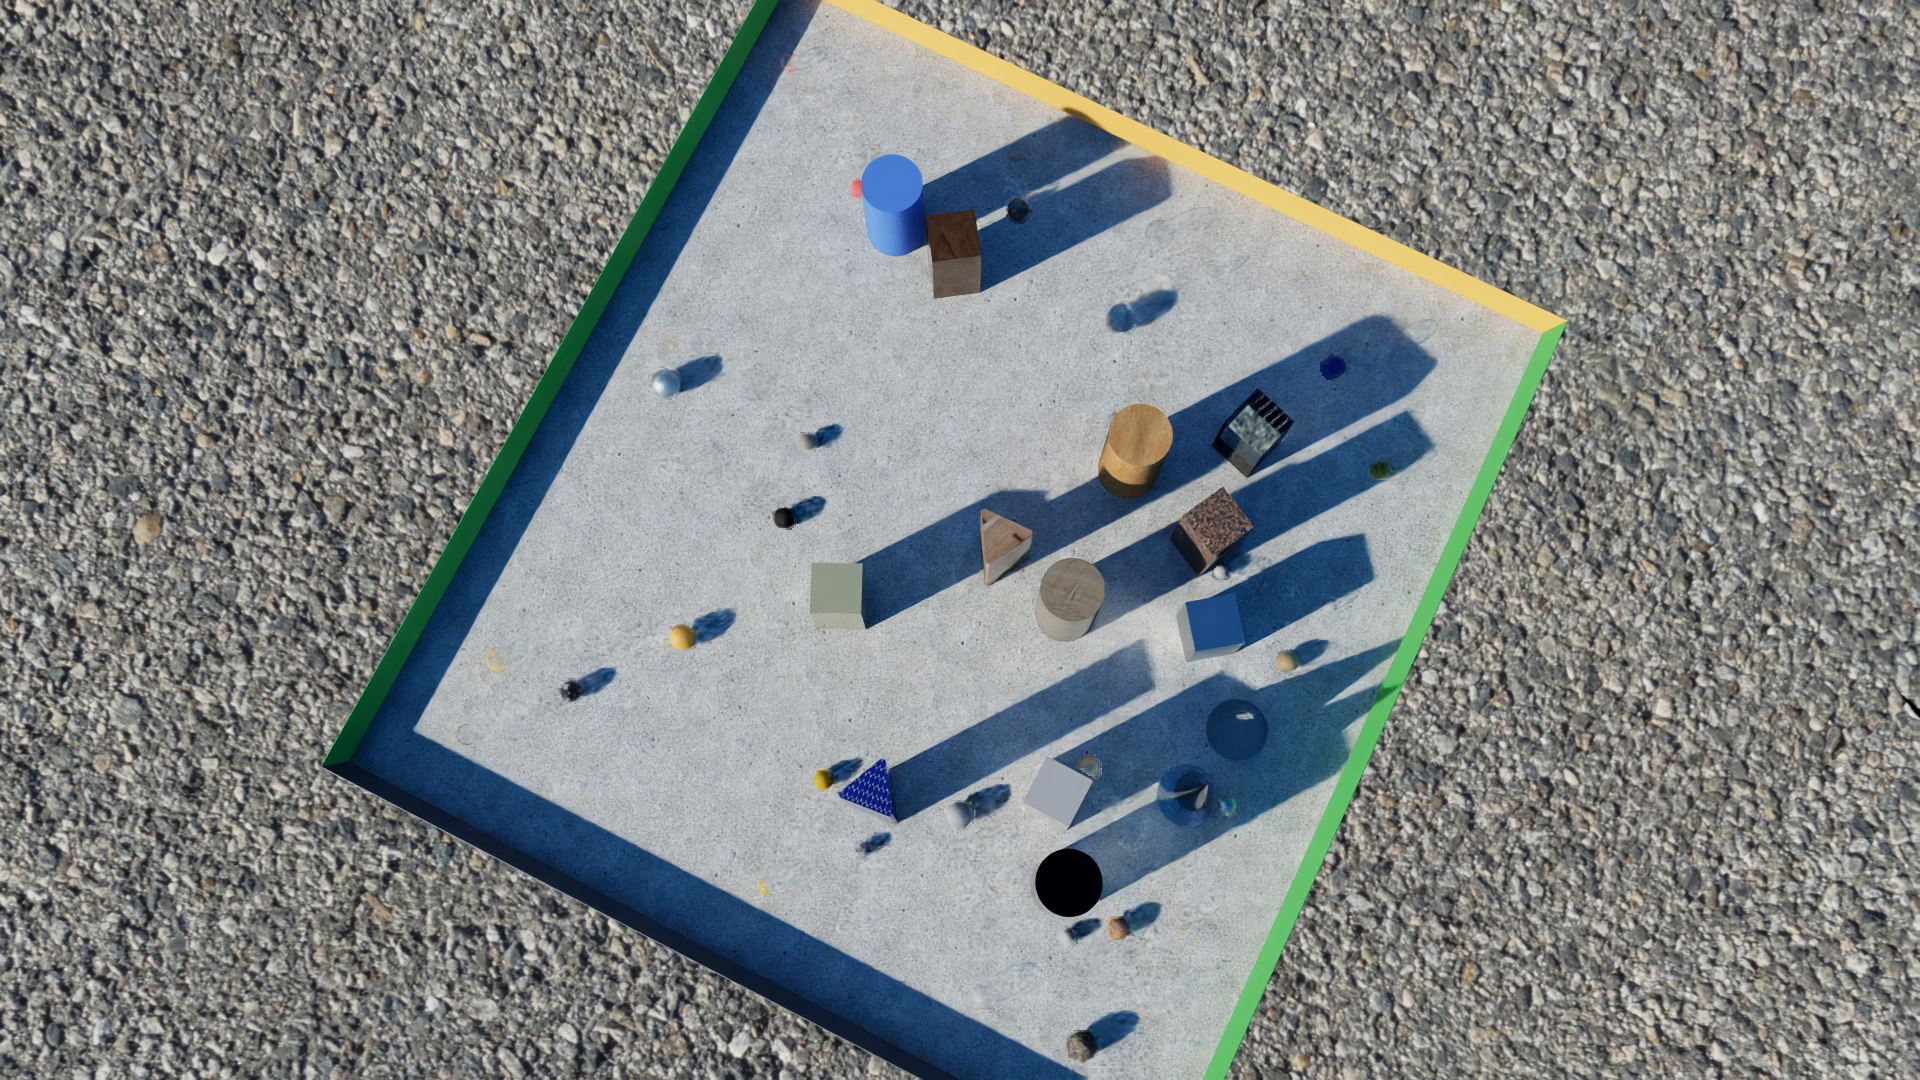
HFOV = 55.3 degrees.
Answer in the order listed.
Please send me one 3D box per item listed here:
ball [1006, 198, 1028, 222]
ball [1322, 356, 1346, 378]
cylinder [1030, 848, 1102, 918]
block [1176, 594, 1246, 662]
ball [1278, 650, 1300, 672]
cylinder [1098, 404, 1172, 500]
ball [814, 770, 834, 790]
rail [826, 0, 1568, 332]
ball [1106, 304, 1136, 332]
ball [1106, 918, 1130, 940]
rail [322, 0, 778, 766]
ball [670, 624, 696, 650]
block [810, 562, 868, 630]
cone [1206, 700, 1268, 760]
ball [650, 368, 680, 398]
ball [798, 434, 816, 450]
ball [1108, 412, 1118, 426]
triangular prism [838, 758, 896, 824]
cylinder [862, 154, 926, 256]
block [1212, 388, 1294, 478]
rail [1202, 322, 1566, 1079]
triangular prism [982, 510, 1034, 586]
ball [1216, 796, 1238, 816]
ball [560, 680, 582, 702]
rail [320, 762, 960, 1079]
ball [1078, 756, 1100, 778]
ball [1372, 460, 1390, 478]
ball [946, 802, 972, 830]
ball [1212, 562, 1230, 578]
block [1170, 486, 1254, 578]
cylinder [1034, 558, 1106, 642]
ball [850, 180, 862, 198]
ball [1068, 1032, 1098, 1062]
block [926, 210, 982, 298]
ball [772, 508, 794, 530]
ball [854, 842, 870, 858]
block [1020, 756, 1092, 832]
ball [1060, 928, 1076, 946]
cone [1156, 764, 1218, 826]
[{"bbox_3d":[0.183,-1.044,5.797,0.070,0.070,0.070,0,78,0],"label":"ball"},{"bbox_3d":[1.161,-0.538,5.690,0.073,0.073,0.073,0,78,0],"label":"ball"},{"bbox_3d":[0.297,0.977,5.203,0.185,0.415,0.185,0,78,0],"label":"cylinder"},{"bbox_3d":[0.742,0.263,5.442,0.148,0.235,0.148,-10,79,-2],"label":"block"},{"bbox_3d":[0.988,0.365,5.509,0.063,0.063,0.063,0,78,0],"label":"ball"},{"bbox_3d":[0.517,-0.259,5.454,0.185,0.423,0.185,0,78,0],"label":"cylinder"},{"bbox_3d":[-0.406,0.712,5.438,0.060,0.060,0.060,0,78,0],"label":"ball"},{"bbox_3d":[0.637,-1.241,5.811,2.734,0.120,0.045,26,80,5],"label":"rail"},{"bbox_3d":[0.504,-0.692,5.712,0.092,0.092,0.092,0,78,0],"label":"ball"},{"bbox_3d":[0.462,1.135,5.347,0.067,0.067,0.067,0,78,0],"label":"ball"},{"bbox_3d":[-1.202,-0.582,5.674,0.045,0.120,2.895,26,80,5],"label":"rail"},{"bbox_3d":[-0.835,0.293,5.516,0.079,0.079,0.079,0,78,0],"label":"ball"},{"bbox_3d":[-0.357,0.169,5.431,0.148,0.294,0.148,1,78,0],"label":"block"},{"bbox_3d":[0.831,0.537,5.342,0.185,0.319,0.185,0,78,0],"label":"cone"},{"bbox_3d":[-0.912,-0.485,5.671,0.089,0.089,0.089,0,78,0],"label":"ball"},{"bbox_3d":[-0.470,-0.302,5.651,0.054,0.054,0.054,0,78,0],"label":"ball"},{"bbox_3d":[0.483,-0.369,5.664,0.057,0.057,0.057,0,78,0],"label":"ball"},{"bbox_3d":[-0.237,0.710,5.259,0.160,0.412,0.138,21,79,4],"label":"triangular prism"},{"bbox_3d":[-0.203,-1.025,5.641,0.185,0.368,0.185,0,78,0],"label":"cylinder"},{"bbox_3d":[0.884,-0.320,5.543,0.148,0.273,0.148,44,82,8],"label":"block"},{"bbox_3d":[1.202,0.595,5.431,0.045,0.120,2.895,26,80,5],"label":"rail"},{"bbox_3d":[0.105,0.004,5.429,0.160,0.366,0.138,-34,80,-7],"label":"triangular prism"},{"bbox_3d":[0.791,0.787,5.422,0.061,0.061,0.061,0,78,0],"label":"ball"},{"bbox_3d":[-1.165,0.453,5.490,0.064,0.064,0.064,0,78,0],"label":"ball"},{"bbox_3d":[-0.637,1.254,5.295,2.734,0.120,0.045,26,80,5],"label":"rail"},{"bbox_3d":[0.385,0.675,5.443,0.065,0.065,0.065,0,78,0],"label":"ball"},{"bbox_3d":[1.293,-0.217,5.632,0.058,0.058,0.058,0,78,0],"label":"ball"},{"bbox_3d":[-0.004,0.813,5.408,0.080,0.080,0.080,0,78,0],"label":"ball"},{"bbox_3d":[0.793,0.093,5.569,0.049,0.049,0.049,0,78,0],"label":"ball"},{"bbox_3d":[0.745,-0.021,5.449,0.148,0.335,0.148,-35,80,-7],"label":"block"},{"bbox_3d":[0.319,0.180,5.382,0.185,0.386,0.185,0,78,0],"label":"cylinder"},{"bbox_3d":[-0.317,-1.114,5.816,0.061,0.061,0.061,0,78,0],"label":"ball"},{"bbox_3d":[0.352,1.456,5.272,0.085,0.085,0.085,0,78,0],"label":"ball"},{"bbox_3d":[-0.019,-0.875,5.629,0.148,0.330,0.148,-8,78,-2],"label":"block"},{"bbox_3d":[-0.539,-0.066,5.597,0.065,0.065,0.065,0,78,0],"label":"ball"},{"bbox_3d":[-0.289,0.915,5.404,0.046,0.046,0.046,0,78,0],"label":"ball"},{"bbox_3d":[0.276,0.739,5.316,0.148,0.289,0.148,28,80,5],"label":"block"},{"bbox_3d":[0.316,1.160,5.351,0.050,0.050,0.050,0,78,0],"label":"ball"},{"bbox_3d":[0.678,0.714,5.236,0.185,0.456,0.185,0,78,0],"label":"cone"}]
